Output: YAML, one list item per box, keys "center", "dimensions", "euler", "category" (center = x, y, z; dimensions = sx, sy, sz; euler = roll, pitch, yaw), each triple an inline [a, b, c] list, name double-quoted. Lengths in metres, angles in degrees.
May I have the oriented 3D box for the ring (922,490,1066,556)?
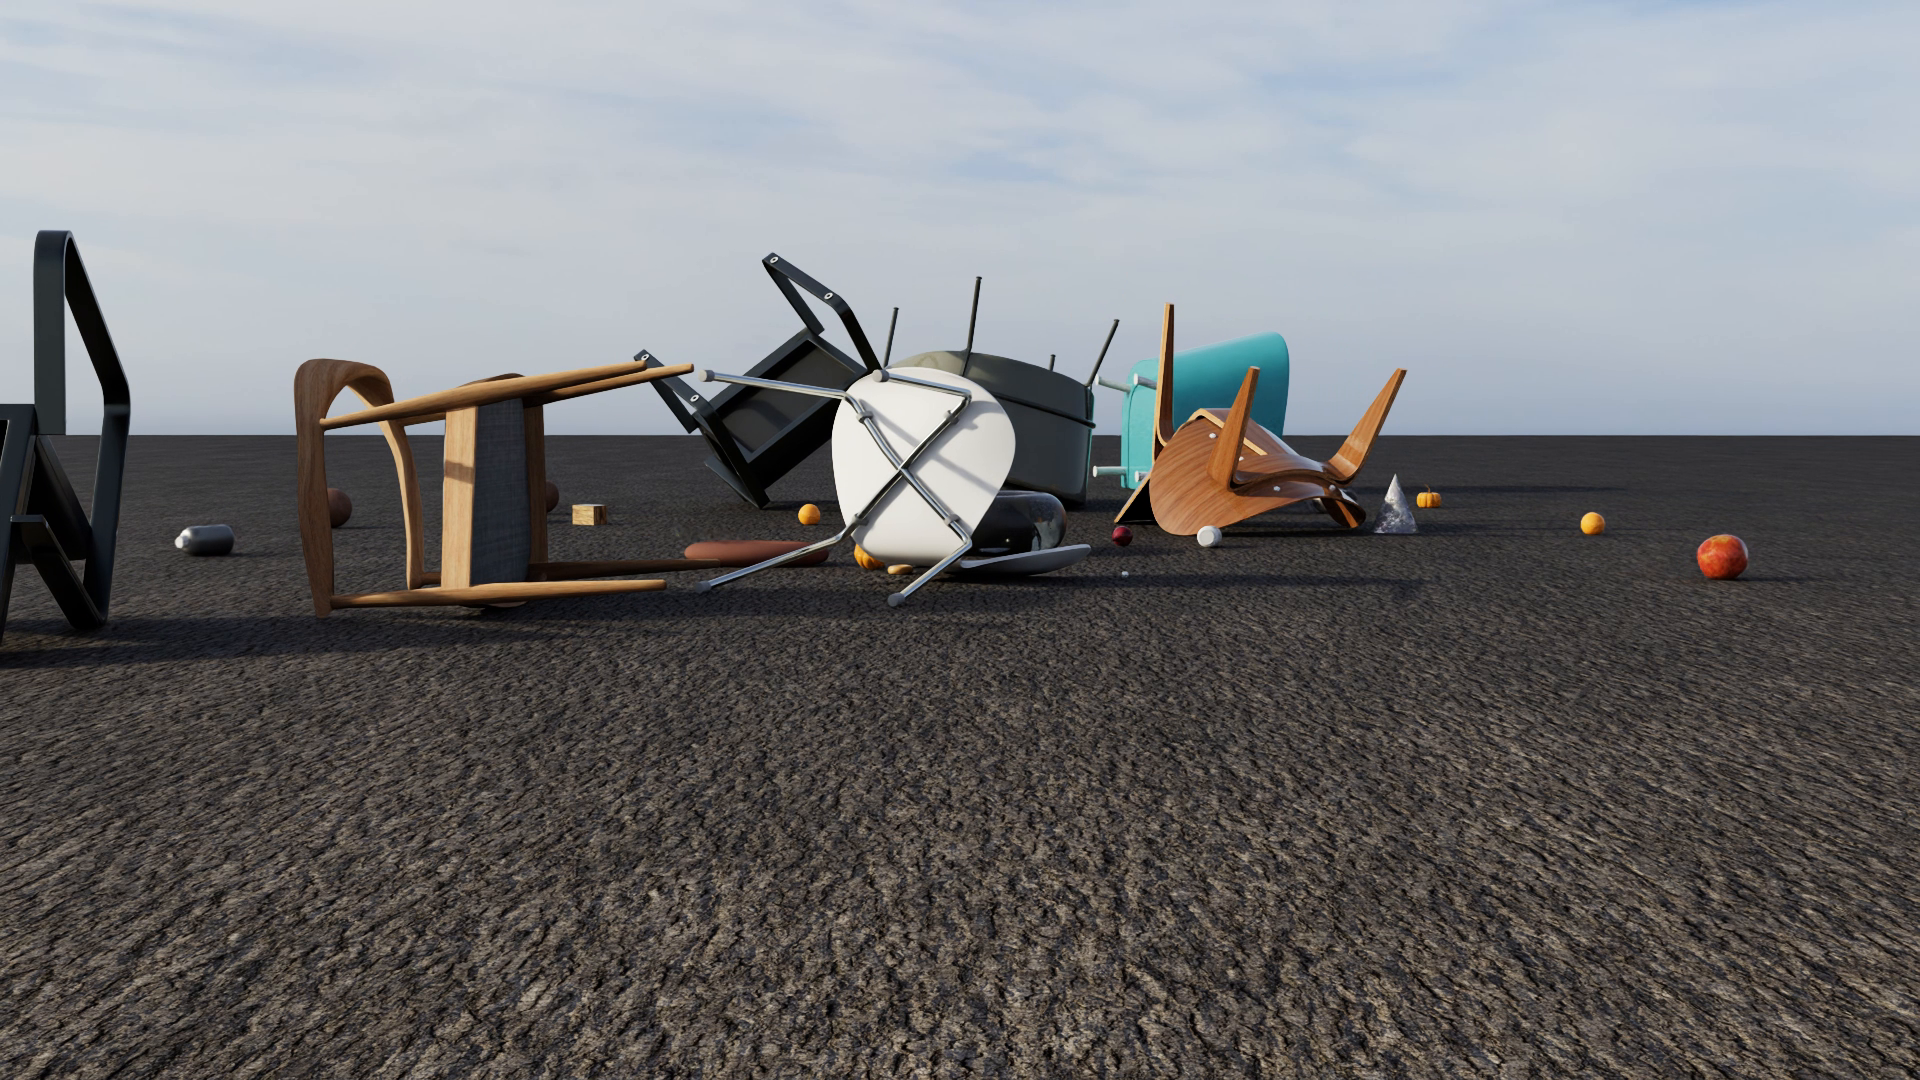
- center: [0.095, -0.045, 6.035]
  dimensions: [0.402, 0.165, 0.387]
  euler: [2, 5, 35]
  category: "ring"

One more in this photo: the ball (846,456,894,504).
- center: [-0.349, -0.231, 8.535]
  dimensions: [0.188, 0.188, 0.188]
  euler: [0, 4, 0]
  category: "ball"

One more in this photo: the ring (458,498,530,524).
- center: [-1.570, -0.099, 7.417]
  dimensions: [0.240, 0.080, 0.242]
  euler: [-2, 3, -9]
  category: "ring"

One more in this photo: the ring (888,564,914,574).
- center: [-0.145, 0.072, 5.345]
  dimensions: [0.061, 0.021, 0.068]
  euler: [1, 5, 26]
  category: "ring"

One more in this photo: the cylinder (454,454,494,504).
- center: [-1.906, -0.241, 8.619]
  dimensions: [0.105, 0.201, 0.135]
  euler: [-3, 22, -38]
  category: "cylinder"

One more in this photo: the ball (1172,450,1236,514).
- center: [0.880, -0.211, 7.955]
  dimensions: [0.228, 0.228, 0.228]
  euler: [0, 4, 0]
  category: "ball"

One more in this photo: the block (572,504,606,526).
- center: [-1.231, -0.084, 7.314]
  dimensions: [0.092, 0.063, 0.064]
  euler: [3, 5, 33]
  category: "block"

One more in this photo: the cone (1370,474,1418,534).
- center: [1.366, -0.117, 6.905]
  dimensions: [0.157, 0.185, 0.133]
  euler: [3, 5, 35]
  category: "cone"

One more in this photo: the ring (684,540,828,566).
- center: [-0.519, 0.035, 5.618]
  dimensions: [0.370, 0.059, 0.217]
  euler: [1, 3, 1]
  category: "ring"
